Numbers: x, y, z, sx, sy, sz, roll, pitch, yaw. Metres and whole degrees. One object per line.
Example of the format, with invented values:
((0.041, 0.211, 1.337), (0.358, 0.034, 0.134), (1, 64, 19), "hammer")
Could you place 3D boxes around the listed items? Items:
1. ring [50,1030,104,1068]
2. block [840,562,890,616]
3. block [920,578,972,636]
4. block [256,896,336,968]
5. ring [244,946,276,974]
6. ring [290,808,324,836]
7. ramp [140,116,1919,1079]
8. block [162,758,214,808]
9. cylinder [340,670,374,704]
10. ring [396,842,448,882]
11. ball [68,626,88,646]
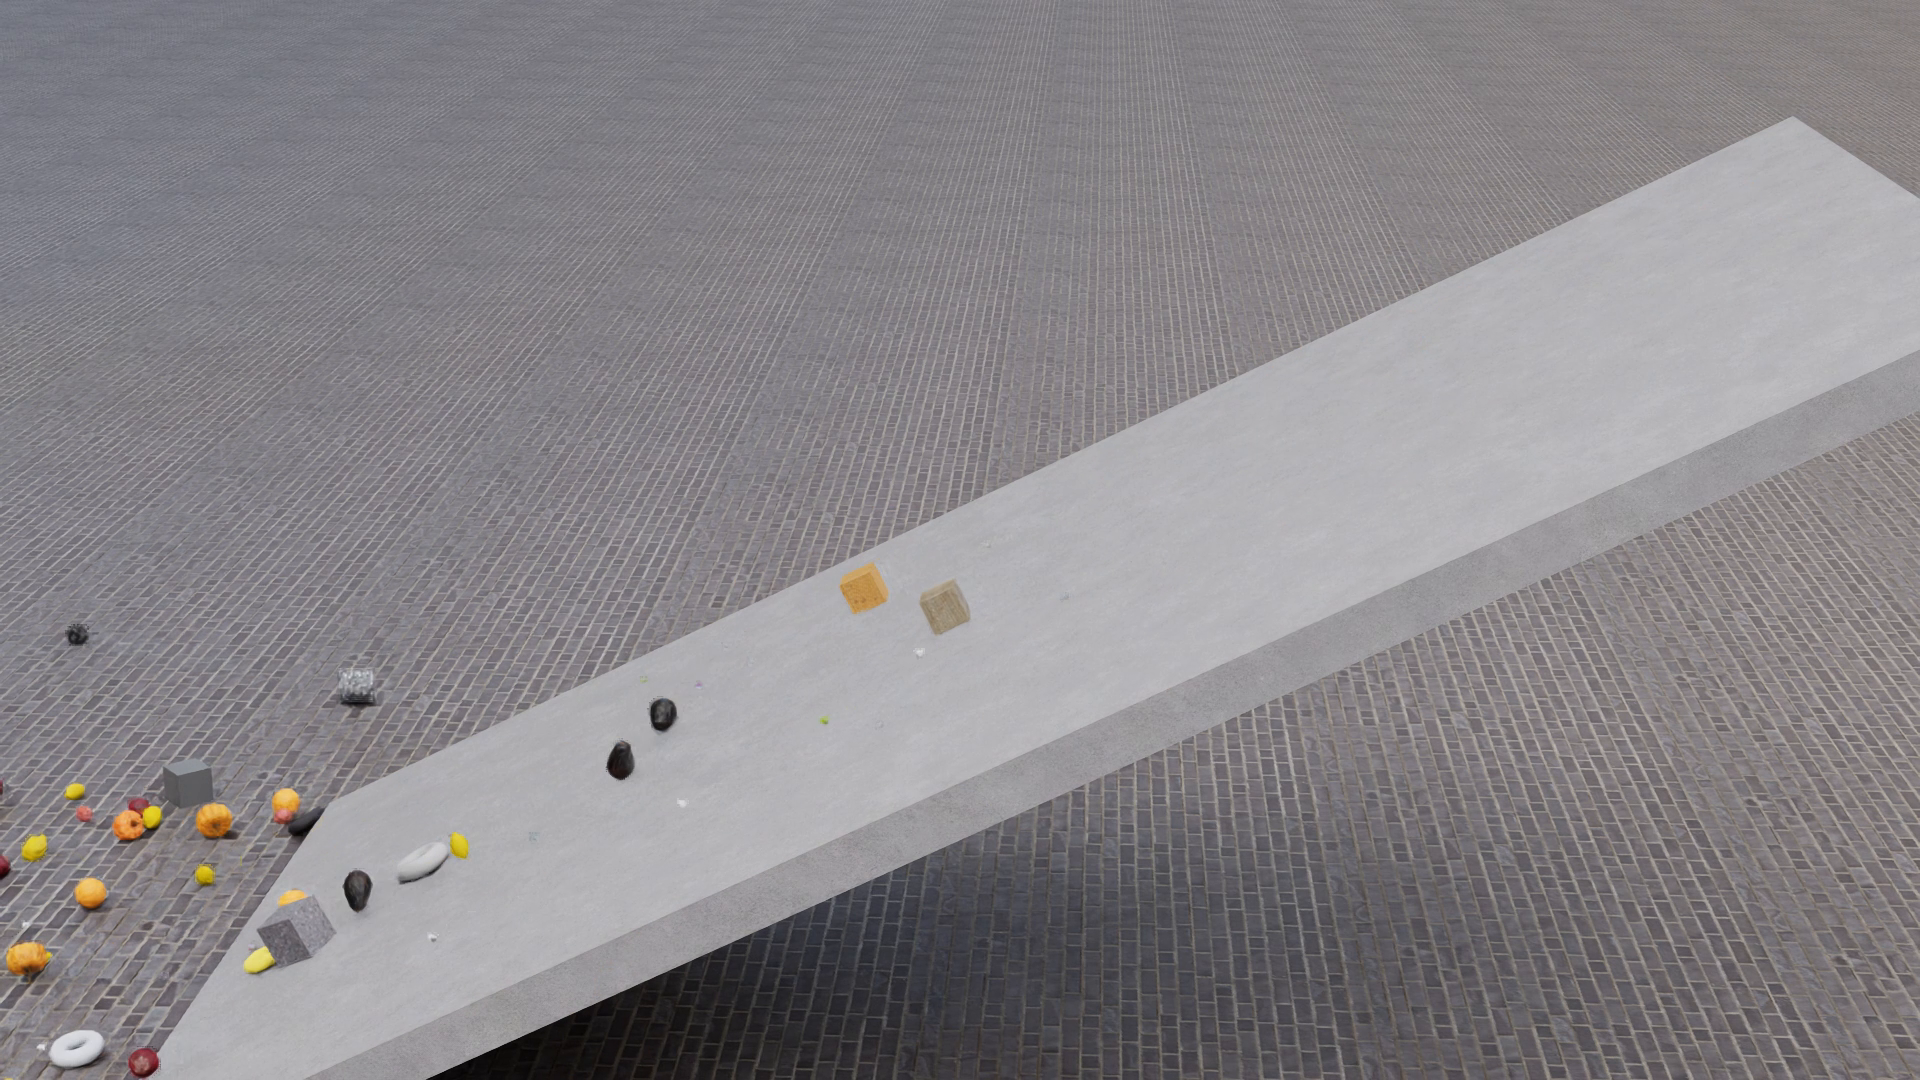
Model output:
((-1.911, 1.101, 6.362), (0.116, 0.039, 0.116), (-7, 24, 3), "ring")
((-0.221, 0.113, 6.789), (0.080, 0.080, 0.080), (-25, 14, 11), "block")
((-0.032, 0.143, 6.314), (0.081, 0.081, 0.081), (-25, 14, 10), "block")
((-1.434, 0.846, 6.357), (0.100, 0.100, 0.100), (-20, 15, 29), "block")
((-1.520, 0.914, 6.424), (0.091, 0.030, 0.091), (-25, 15, 7), "ring")
((-1.682, 0.725, 7.581), (0.104, 0.035, 0.104), (-33, 1, 1), "ring")
((0.138, 0.168, 6.281), (4.000, 0.100, 2.000), (-25, 14, 10), "ramp")
((-2.050, 0.646, 7.814), (0.094, 0.094, 0.094), (-13, 21, -37), "block")
((-1.754, 0.427, 8.550), (0.096, 0.096, 0.096), (-3, 17, -11), "cylinder")
((-1.191, 0.713, 6.512), (0.125, 0.042, 0.125), (-27, 13, 7), "ring")
((-2.718, 0.294, 9.059), (0.062, 0.062, 0.062), (0, 16, 0), "ball")
